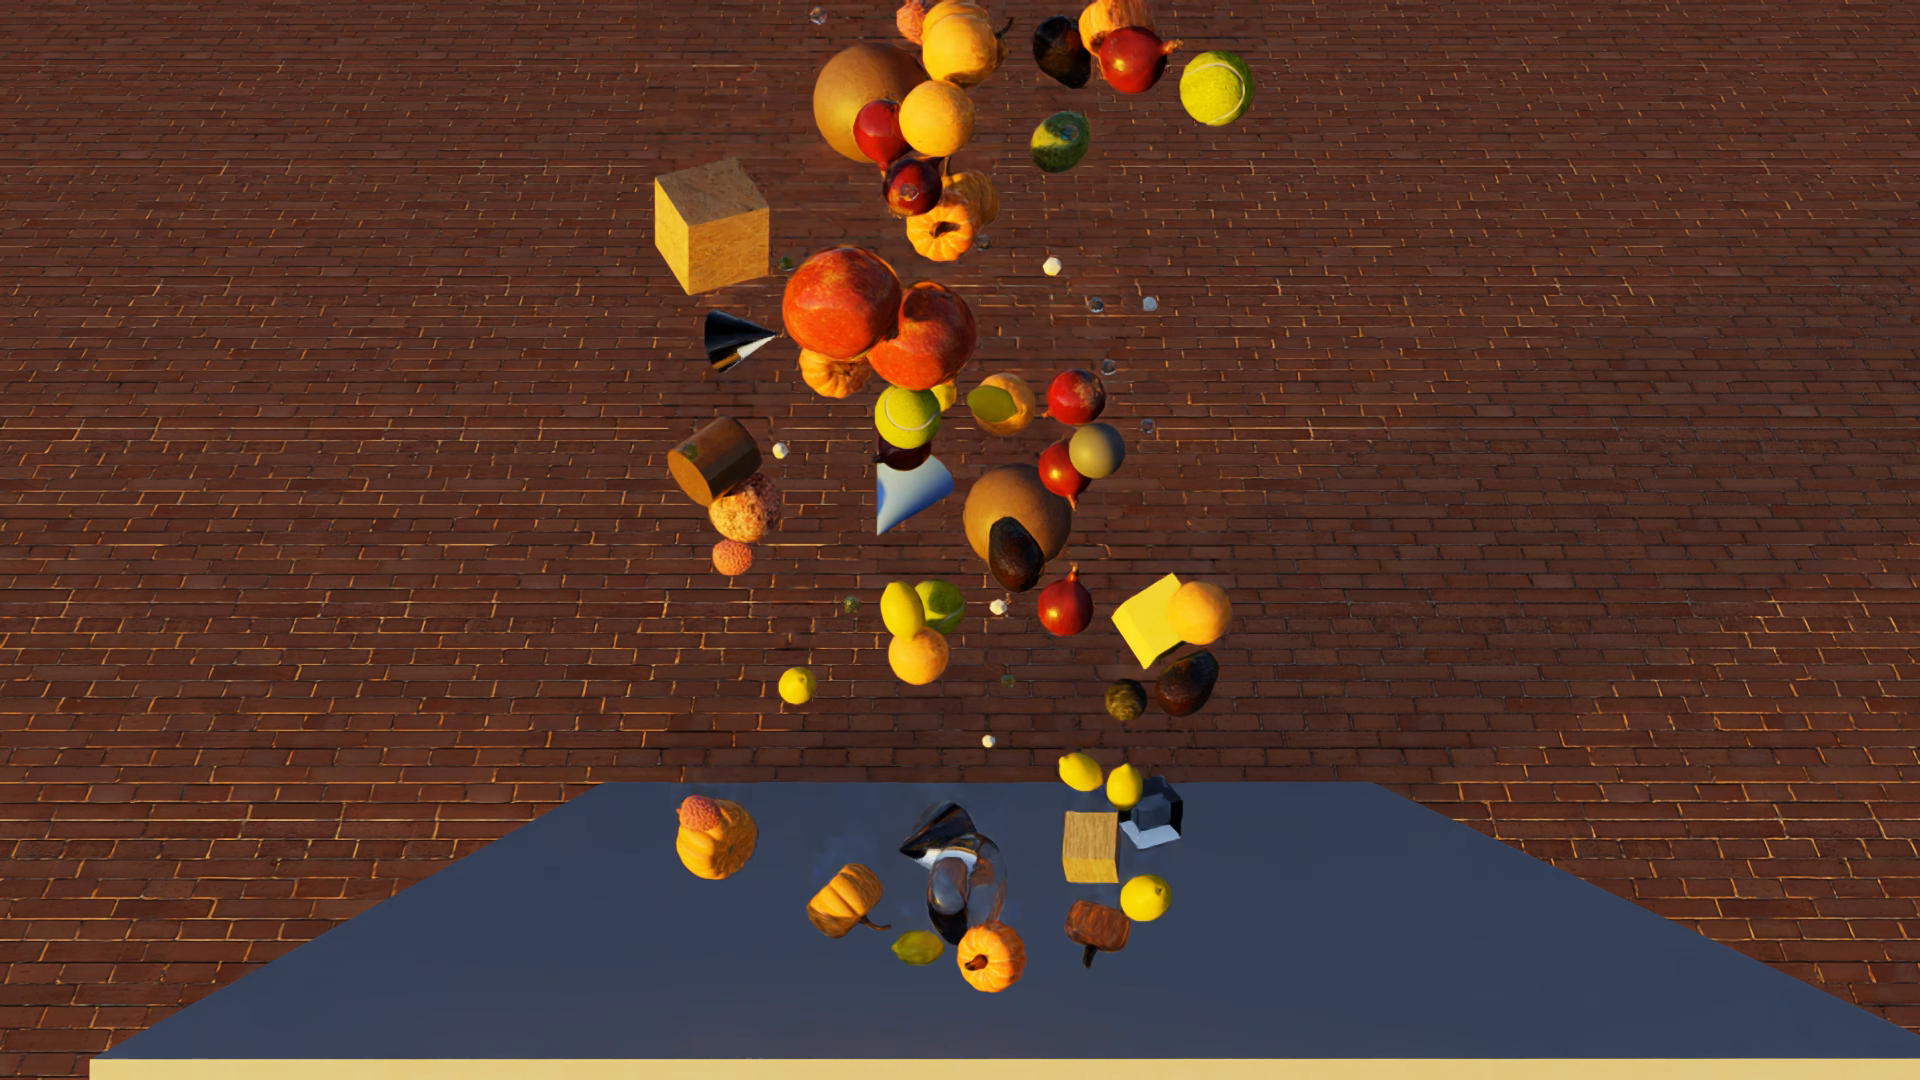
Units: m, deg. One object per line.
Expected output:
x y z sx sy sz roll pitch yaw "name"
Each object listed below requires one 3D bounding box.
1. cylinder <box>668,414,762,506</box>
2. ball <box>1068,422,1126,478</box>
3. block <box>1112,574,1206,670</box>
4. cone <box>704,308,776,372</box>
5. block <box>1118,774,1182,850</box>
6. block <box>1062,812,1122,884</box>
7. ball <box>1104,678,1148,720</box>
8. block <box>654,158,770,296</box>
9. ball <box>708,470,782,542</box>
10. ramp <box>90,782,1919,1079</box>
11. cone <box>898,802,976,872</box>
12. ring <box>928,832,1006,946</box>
-0.247 -0.081 2.617 0.067 0.067 0.067 -39 48 -25 "cylinder"
0.141 -0.093 2.677 0.058 0.058 0.058 0 33 0 "ball"
0.227 0.093 2.969 0.071 0.071 0.071 -31 81 -13 "block"
-0.211 -0.202 2.586 0.065 0.065 0.065 -5 30 21 "cone"
0.234 0.334 3.187 0.057 0.057 0.057 -13 33 -18 "block"
0.146 0.339 2.862 0.057 0.057 0.057 1 56 9 "block"
0.203 0.195 3.172 0.052 0.052 0.052 0 33 0 "ball"
-0.236 -0.299 2.468 0.082 0.082 0.082 -17 49 -21 "block"
-0.221 -0.036 2.667 0.075 0.075 0.075 0 33 0 "ball"
0.073 0.641 4.758 2.000 0.100 4.000 0 -1 0 "ramp"
-0.044 0.358 3.045 0.093 0.093 0.093 25 17 33 "cone"
0.009 0.397 2.948 0.043 0.130 0.130 4 30 33 "ring"
